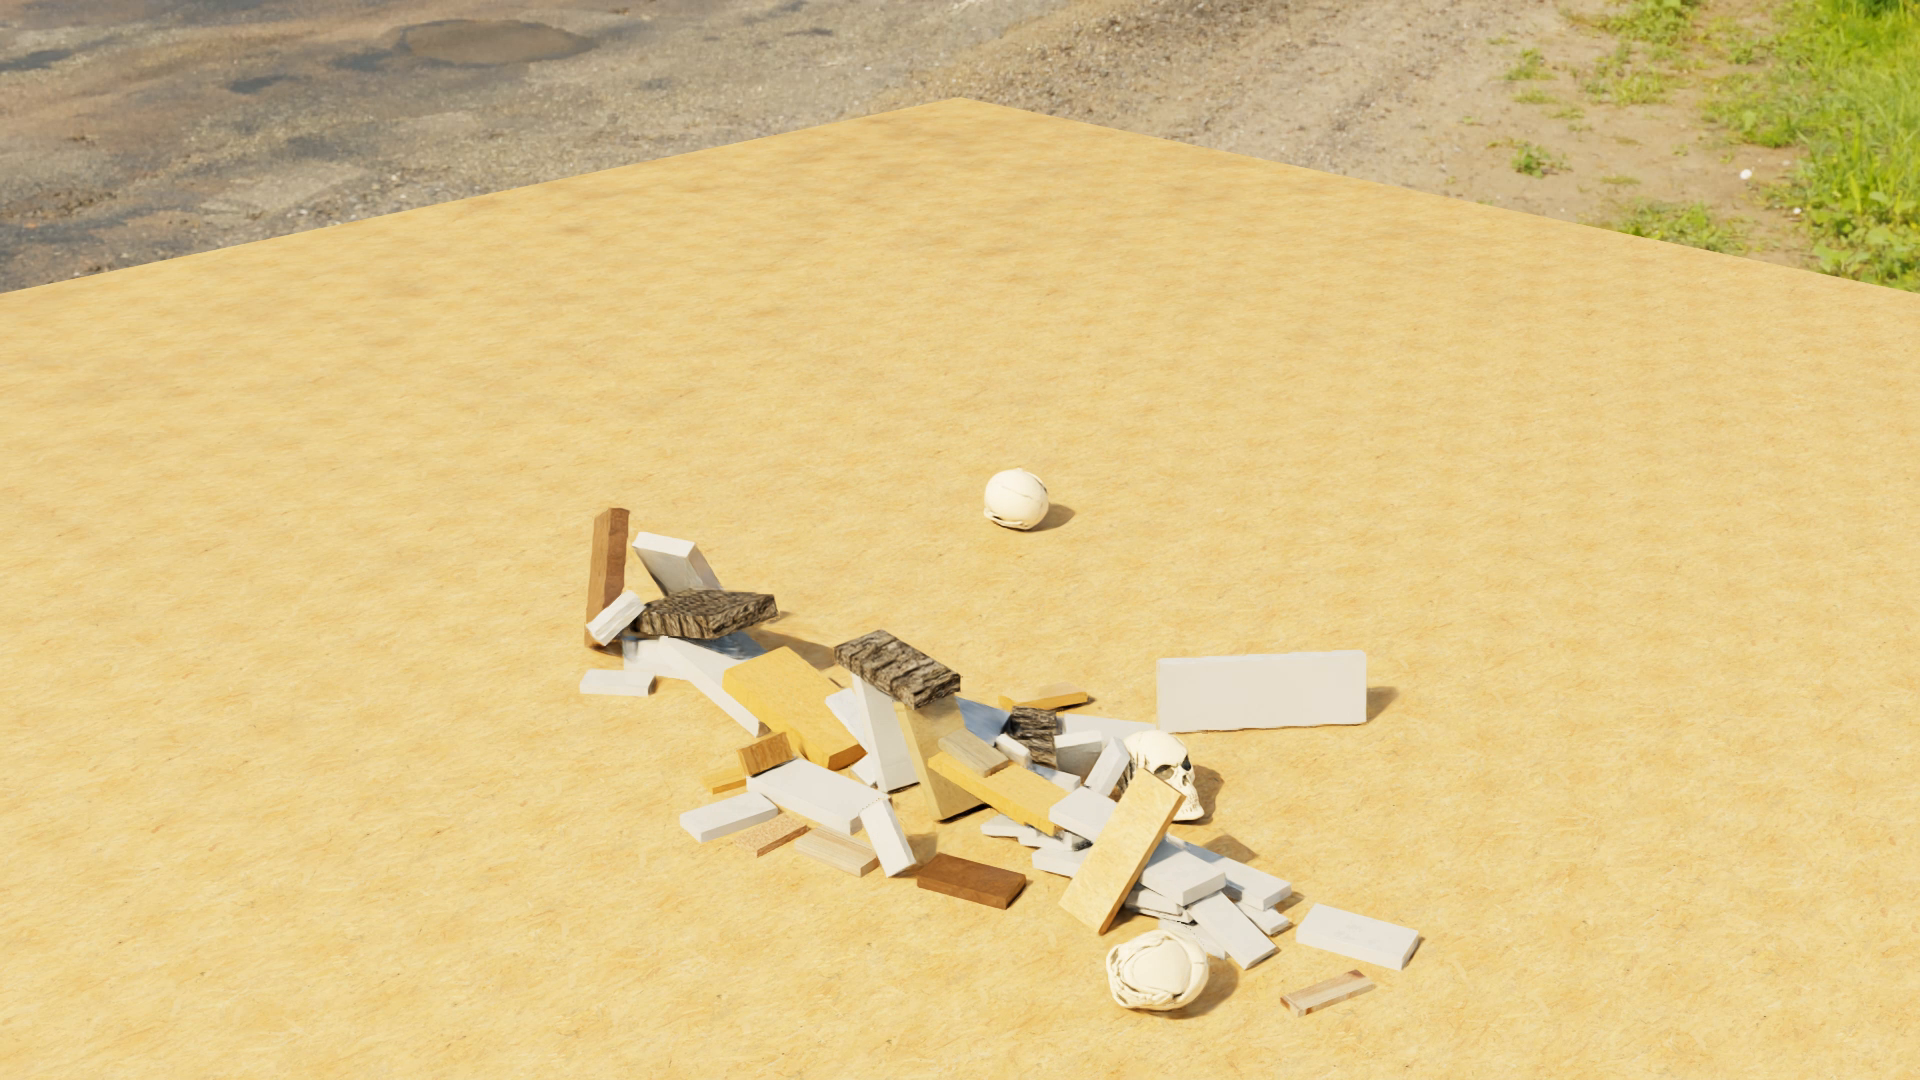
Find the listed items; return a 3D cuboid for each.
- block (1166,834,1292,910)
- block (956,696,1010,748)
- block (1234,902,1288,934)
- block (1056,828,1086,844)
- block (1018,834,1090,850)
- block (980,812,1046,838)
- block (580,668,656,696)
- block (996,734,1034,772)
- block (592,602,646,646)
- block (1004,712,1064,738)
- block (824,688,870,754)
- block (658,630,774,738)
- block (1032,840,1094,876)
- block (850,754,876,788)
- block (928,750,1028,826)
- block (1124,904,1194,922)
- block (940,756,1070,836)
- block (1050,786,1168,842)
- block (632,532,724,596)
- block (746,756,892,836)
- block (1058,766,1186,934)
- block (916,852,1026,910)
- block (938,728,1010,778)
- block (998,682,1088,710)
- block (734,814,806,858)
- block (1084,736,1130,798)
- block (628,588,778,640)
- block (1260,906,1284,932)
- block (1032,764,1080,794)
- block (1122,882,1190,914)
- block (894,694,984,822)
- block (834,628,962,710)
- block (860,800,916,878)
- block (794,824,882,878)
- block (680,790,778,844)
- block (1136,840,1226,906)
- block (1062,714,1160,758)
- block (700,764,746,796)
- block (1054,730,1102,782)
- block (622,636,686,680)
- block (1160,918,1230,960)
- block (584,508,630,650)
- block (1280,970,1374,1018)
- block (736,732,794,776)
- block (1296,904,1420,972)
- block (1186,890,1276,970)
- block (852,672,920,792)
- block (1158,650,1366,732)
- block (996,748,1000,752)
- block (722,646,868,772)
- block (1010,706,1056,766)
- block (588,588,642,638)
[{"bbox_3d":[0.454,0.622,4.222,0.082,0.023,0.396,-20,25,-39],"label":"block"},{"bbox_3d":[0.020,0.405,4.625,0.126,0.036,0.252,15,19,8],"label":"block"},{"bbox_3d":[0.553,0.695,4.068,0.050,0.014,0.101,-19,29,-36],"label":"block"},{"bbox_3d":[0.202,0.547,4.272,0.070,0.020,0.140,-16,23,-31],"label":"block"},{"bbox_3d":[0.188,0.578,4.292,0.140,0.020,0.070,-1,15,46],"label":"block"},{"bbox_3d":[0.117,0.563,4.346,0.140,0.020,0.070,-3,14,41],"label":"block"},{"bbox_3d":[-0.773,0.323,4.972,0.157,0.022,0.078,3,23,6],"label":"block"},{"bbox_3d":[0.112,0.436,4.357,0.067,0.133,0.019,31,67,24],"label":"block"},{"bbox_3d":[-0.774,0.183,4.984,0.128,0.018,0.064,-44,27,-14],"label":"block"},{"bbox_3d":[0.106,0.406,4.771,0.309,0.025,0.088,4,23,9],"label":"block"},{"bbox_3d":[-0.189,0.409,4.645,0.064,0.018,0.242,-20,55,-38],"label":"block"},{"bbox_3d":[-0.492,0.298,4.889,0.175,0.050,0.351,-21,45,-40],"label":"block"},{"bbox_3d":[0.252,0.612,4.216,0.107,0.030,0.214,-21,18,-41],"label":"block"},{"bbox_3d":[-0.166,0.463,4.573,0.058,0.016,0.115,39,60,23],"label":"block"},{"bbox_3d":[0.054,0.484,4.339,0.260,0.019,0.067,28,39,35],"label":"block"},{"bbox_3d":[0.389,0.675,4.092,0.077,0.022,0.154,-21,16,-41],"label":"block"},{"bbox_3d":[0.103,0.483,4.297,0.287,0.029,0.101,26,37,33],"label":"block"},{"bbox_3d":[0.280,0.535,4.156,0.203,0.029,0.101,22,34,34],"label":"block"},{"bbox_3d":[-0.640,0.099,5.164,0.153,0.307,0.043,11,58,26],"label":"block"},{"bbox_3d":[-0.289,0.518,4.494,0.288,0.036,0.126,18,29,36],"label":"block"},{"bbox_3d":[0.299,0.573,4.056,0.099,0.299,0.028,33,4,34],"label":"block"},{"bbox_3d":[0.022,0.650,4.194,0.186,0.026,0.093,11,25,24],"label":"block"},{"bbox_3d":[0.027,0.421,4.349,0.067,0.019,0.134,-23,39,-36],"label":"block"},{"bbox_3d":[0.184,0.349,4.874,0.176,0.025,0.088,-8,14,-27],"label":"block"},{"bbox_3d":[-0.376,0.585,4.357,0.067,0.019,0.133,20,30,39],"label":"block"},{"bbox_3d":[0.285,0.483,4.420,0.023,0.165,0.082,23,18,-17],"label":"block"},{"bbox_3d":[-0.584,0.164,4.952,0.175,0.050,0.351,-20,13,-37],"label":"block"},{"bbox_3d":[0.565,0.695,4.103,0.050,0.014,0.101,-4,23,-10],"label":"block"},{"bbox_3d":[0.146,0.504,4.443,0.202,0.101,0.029,13,26,28],"label":"block"},{"bbox_3d":[0.359,0.649,4.113,0.107,0.030,0.214,-21,16,-40],"label":"block"},{"bbox_3d":[-0.037,0.429,4.449,0.126,0.251,0.036,-18,-2,-36],"label":"block"},{"bbox_3d":[-0.128,0.262,4.484,0.126,0.036,0.251,-20,33,-38],"label":"block"},{"bbox_3d":[-0.139,0.573,4.225,0.067,0.134,0.019,-35,-16,36],"label":"block"},{"bbox_3d":[-0.233,0.608,4.298,0.165,0.023,0.082,16,28,33],"label":"block"},{"bbox_3d":[-0.465,0.555,4.421,0.175,0.025,0.088,-15,27,-32],"label":"block"},{"bbox_3d":[0.378,0.607,4.076,0.107,0.030,0.214,-18,25,-34],"label":"block"},{"bbox_3d":[0.322,0.418,4.701,0.199,0.028,0.099,7,24,-4],"label":"block"},{"bbox_3d":[-0.475,0.496,4.571,0.115,0.016,0.058,-14,27,-29],"label":"block"},{"bbox_3d":[0.243,0.445,4.485,0.093,0.186,0.026,-9,59,0],"label":"block"},{"bbox_3d":[-0.693,0.269,5.024,0.157,0.078,0.022,7,21,17],"label":"block"},{"bbox_3d":[0.450,0.718,4.041,0.077,0.022,0.154,-21,31,-40],"label":"block"},{"bbox_3d":[-0.822,0.090,5.112,0.043,0.307,0.153,8,-13,-23],"label":"block"},{"bbox_3d":[0.646,0.797,3.865,0.170,0.014,0.050,-13,26,-28],"label":"block"},{"bbox_3d":[-0.402,0.443,4.549,0.115,0.058,0.016,-20,2,-39],"label":"block"},{"bbox_3d":[0.726,0.724,4.017,0.199,0.028,0.099,12,26,26],"label":"block"},{"bbox_3d":[0.492,0.705,3.992,0.077,0.022,0.154,-20,53,-40],"label":"block"},{"bbox_3d":[-0.135,0.381,4.550,0.126,0.251,0.036,-15,3,-31],"label":"block"},{"bbox_3d":[0.656,0.329,4.783,0.453,0.153,0.043,-2,12,-5],"label":"block"},{"bbox_3d":[-0.024,0.428,4.640,0.126,0.036,0.252,-8,28,-45],"label":"block"},{"bbox_3d":[-0.333,0.363,4.741,0.175,0.050,0.351,-21,44,-40],"label":"block"},{"bbox_3d":[0.158,0.414,4.674,0.093,0.026,0.186,8,25,-3],"label":"block"},{"bbox_3d":[-0.785,0.167,4.983,0.128,0.018,0.064,-42,27,-10],"label":"block"}]
